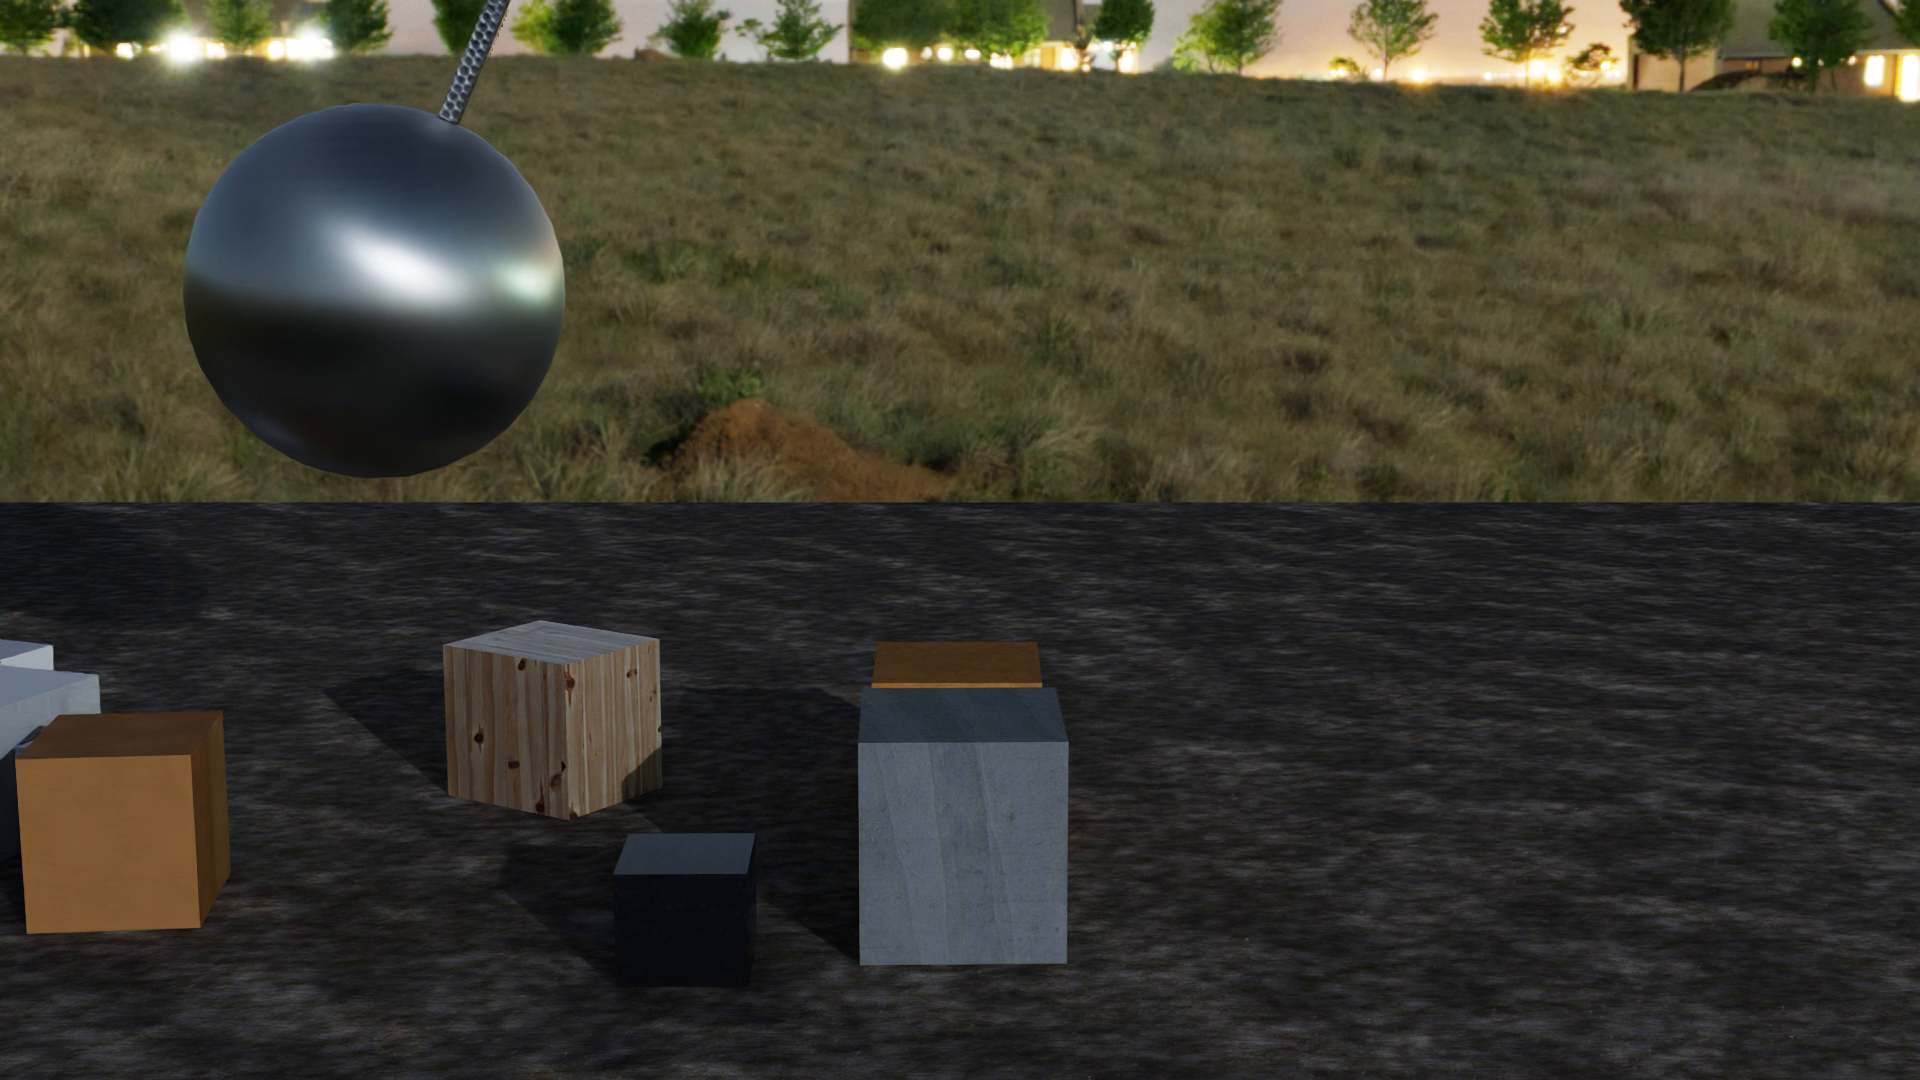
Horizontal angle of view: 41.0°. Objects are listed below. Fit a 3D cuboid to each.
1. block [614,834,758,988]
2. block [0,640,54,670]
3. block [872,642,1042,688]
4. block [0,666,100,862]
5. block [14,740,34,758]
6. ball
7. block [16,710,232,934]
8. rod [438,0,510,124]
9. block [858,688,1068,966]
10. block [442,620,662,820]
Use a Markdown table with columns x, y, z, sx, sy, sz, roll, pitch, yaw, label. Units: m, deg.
| x | y | z | sx | sy | sz | roll | pitch | yaw | label |
| --- | --- | --- | --- | --- | --- | --- | --- | --- | --- |
| -1.085 | 1.467 | 10.213 | 0.515 | 0.459 | 0.541 | 0 | 10 | -1 | block |
| -5.127 | 0.851 | 13.347 | 0.553 | 0.551 | 0.585 | 4 | 11 | 21 | block |
| -0.013 | 0.954 | 12.165 | 0.776 | 0.771 | 0.857 | 0 | 10 | 0 | block |
| -4.520 | 1.025 | 11.971 | 0.672 | 0.701 | 0.747 | 4 | 11 | 20 | block |
| -3.907 | 1.162 | 11.681 | 0.494 | 0.535 | 0.521 | 4 | 11 | 21 | block |
| -2.497 | -1.062 | 10.987 | 1.600 | 1.600 | 1.600 | 0 | 10 | 0 | ball |
| -3.551 | 1.189 | 10.946 | 0.699 | 0.744 | 0.748 | -1 | 10 | -6 | block |
| -1.082 | -4.104 | 10.434 | 0.080 | 5.200 | 0.080 | 24 | 9 | -4 | rod |
| 0.004 | 1.163 | 10.614 | 0.827 | 0.914 | 0.915 | 0 | 10 | -1 | block |
| -2.003 | 0.872 | 12.650 | 0.792 | 0.758 | 0.688 | 7 | 12 | 33 | block |
